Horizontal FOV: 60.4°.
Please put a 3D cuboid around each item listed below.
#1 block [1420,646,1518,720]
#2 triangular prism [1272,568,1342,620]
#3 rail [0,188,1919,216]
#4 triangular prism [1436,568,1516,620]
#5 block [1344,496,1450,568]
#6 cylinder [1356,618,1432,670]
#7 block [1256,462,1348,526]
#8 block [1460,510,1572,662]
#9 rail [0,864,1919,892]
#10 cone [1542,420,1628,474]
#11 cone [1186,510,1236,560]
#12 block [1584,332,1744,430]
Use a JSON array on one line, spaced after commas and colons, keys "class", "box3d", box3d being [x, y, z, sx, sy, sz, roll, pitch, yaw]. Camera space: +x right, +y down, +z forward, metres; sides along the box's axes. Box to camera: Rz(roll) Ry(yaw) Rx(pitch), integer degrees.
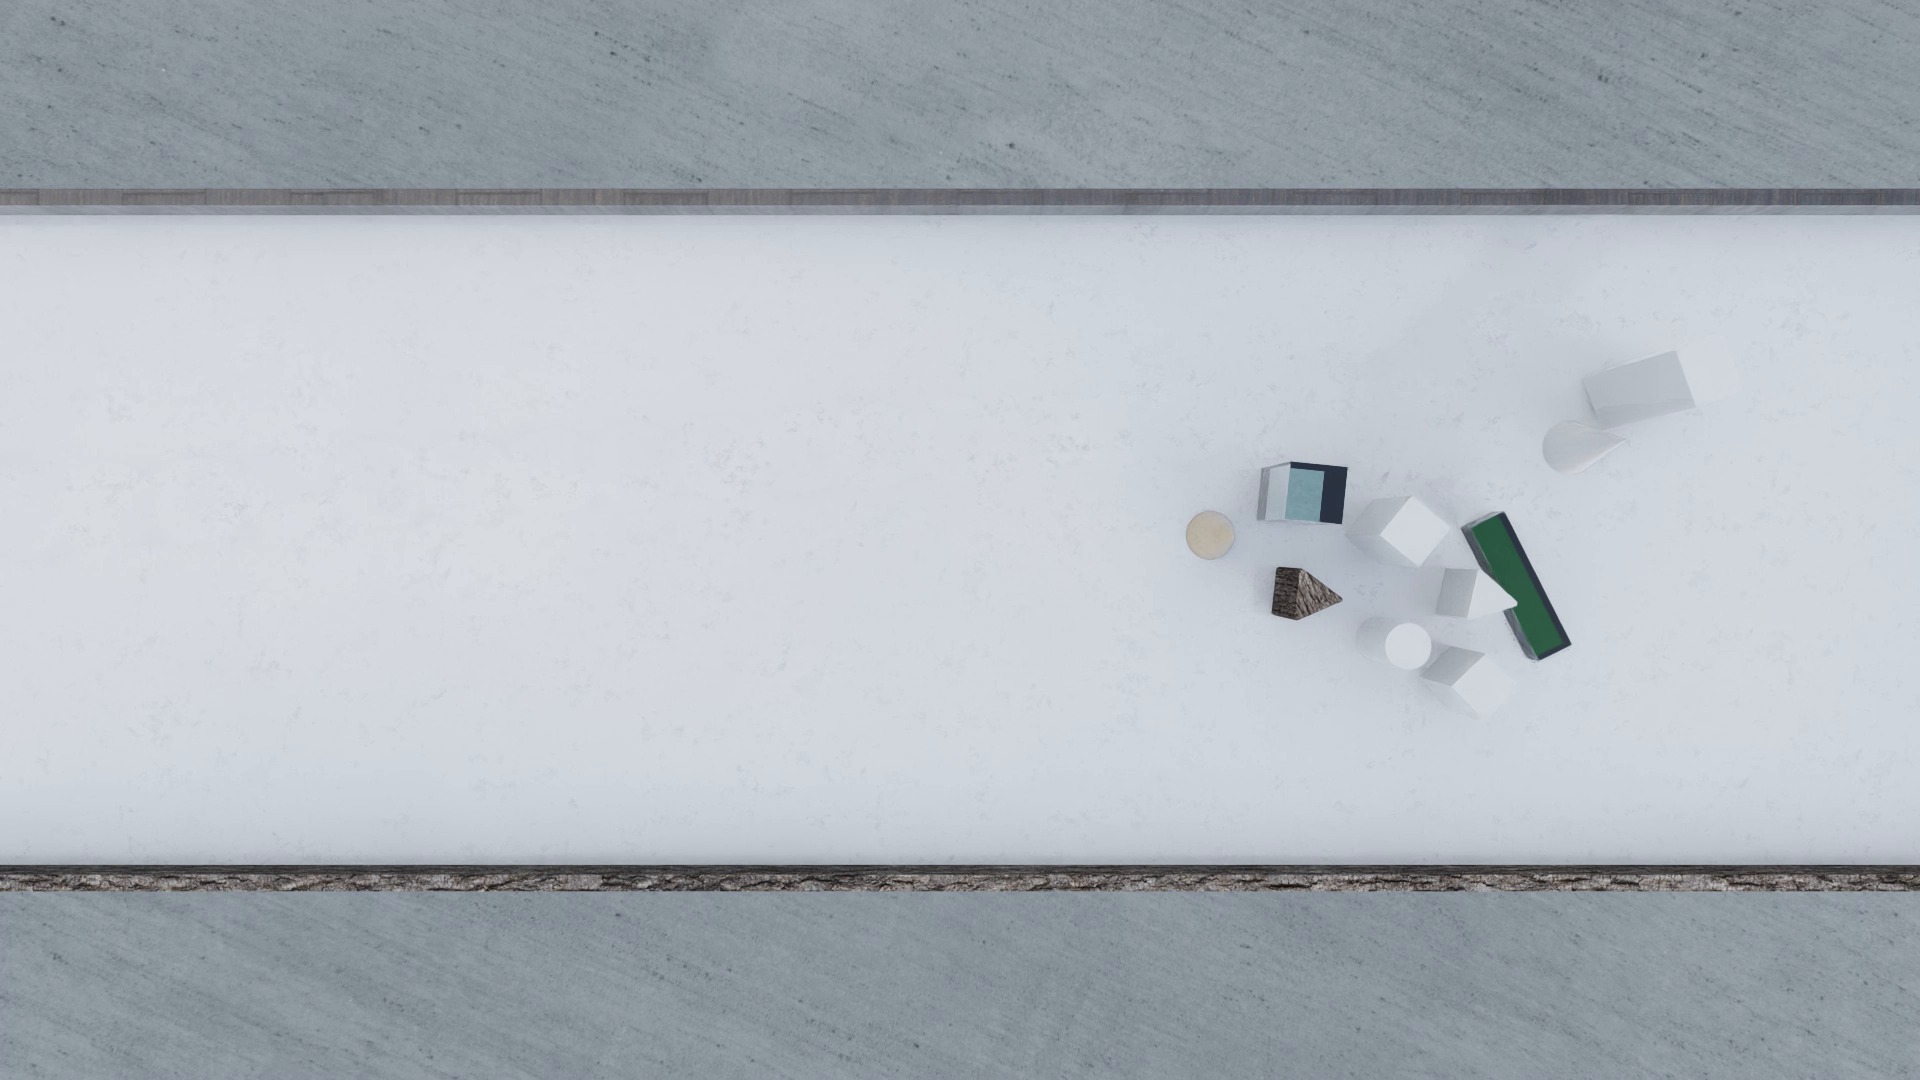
[{"class": "block", "box3d": [1.510, 0.423, 4.909, 0.137, 0.335, 0.137, -44, 90, 0]}, {"class": "triangular prism", "box3d": [1.003, 0.142, 4.900, 0.147, 0.354, 0.127, -23, 90, 0]}, {"class": "rail", "box3d": [-2.247, -1.025, 5.002, 12.000, 0.150, 0.050, 0, 90, 0]}, {"class": "triangular prism", "box3d": [1.518, 0.146, 4.917, 0.149, 0.318, 0.129, -17, 90, 0]}, {"class": "block", "box3d": [1.282, -0.025, 4.861, 0.143, 0.432, 0.143, 39, 90, 0]}, {"class": "cylinder", "box3d": [1.286, 0.305, 4.904, 0.134, 0.345, 0.134, 0, 90, 0]}, {"class": "block", "box3d": [1.001, -0.133, 4.854, 0.162, 0.446, 0.162, 6, 90, 0]}, {"class": "block", "box3d": [1.691, 0.139, 5.021, 0.111, 0.111, 0.452, -27, 90, 0]}, {"class": "rail", "box3d": [-2.247, 1.025, 5.001, 12.000, 0.150, 0.050, 0, 90, 0]}, {"class": "cone", "box3d": [1.875, -0.285, 4.851, 0.166, 0.451, 0.166, 0, 90, 0]}, {"class": "cone", "box3d": [0.771, -0.014, 4.854, 0.152, 0.446, 0.152, 0, 90, 0]}, {"class": "block", "box3d": [2.060, -0.461, 4.852, 0.172, 0.419, 0.172, -20, 90, -16]}]
